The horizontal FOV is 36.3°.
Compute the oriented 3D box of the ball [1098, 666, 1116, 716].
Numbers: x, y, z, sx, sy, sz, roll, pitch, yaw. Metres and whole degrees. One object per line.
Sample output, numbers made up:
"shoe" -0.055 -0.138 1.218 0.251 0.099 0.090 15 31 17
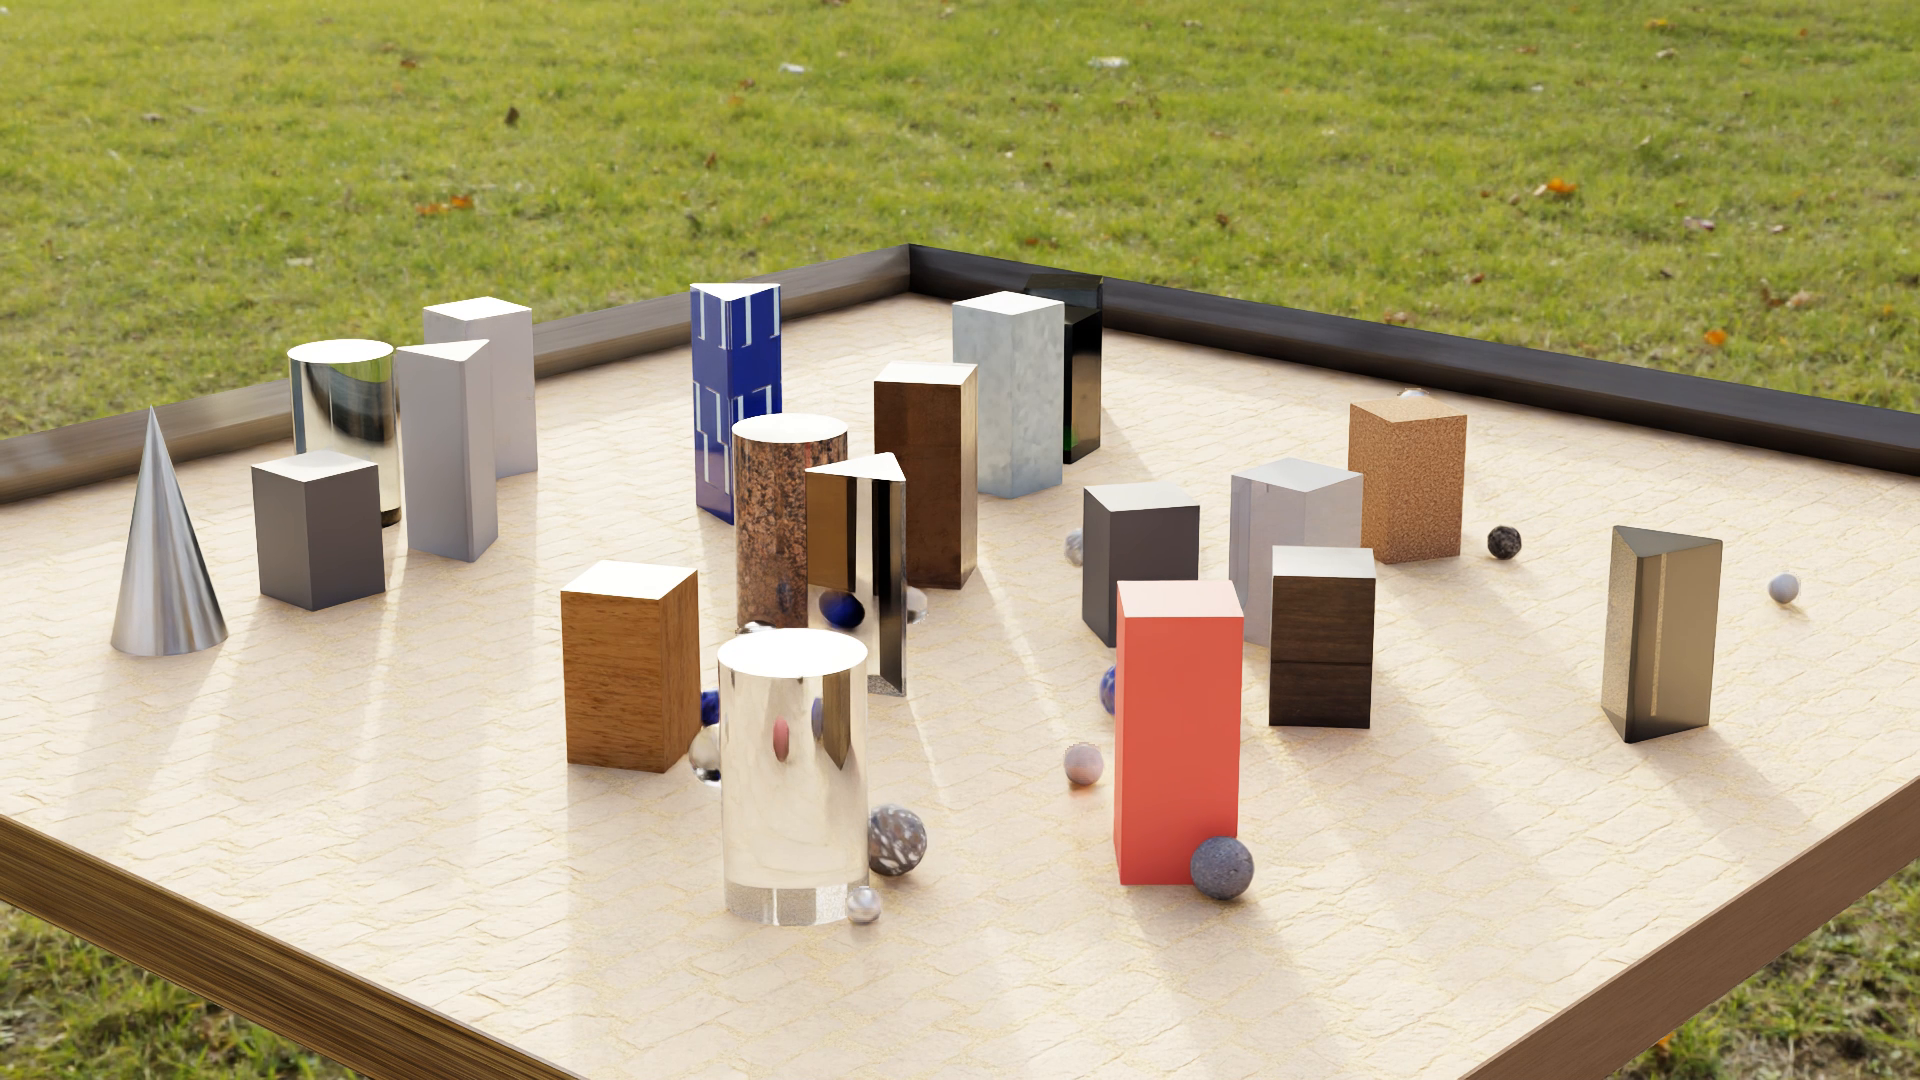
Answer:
"ball" 0.258 0.233 4.521 0.088 0.088 0.088 0 17 0

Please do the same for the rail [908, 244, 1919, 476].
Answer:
"rail" 1.185 -0.363 6.427 3.530 0.125 0.045 14 22 39

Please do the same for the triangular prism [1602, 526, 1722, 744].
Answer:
"triangular prism" 1.042 0.136 4.484 0.167 0.294 0.145 -10 19 -29

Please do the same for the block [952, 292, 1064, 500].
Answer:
"block" 0.094 -0.286 5.756 0.154 0.367 0.154 15 22 40

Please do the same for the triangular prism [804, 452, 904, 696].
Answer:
"triangular prism" -0.138 0.050 4.667 0.167 0.354 0.145 6 18 20

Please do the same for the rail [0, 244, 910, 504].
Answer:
"rail" -1.315 -0.298 6.213 0.045 0.125 3.663 14 22 39

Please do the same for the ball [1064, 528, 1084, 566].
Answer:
"ball" 0.220 0.013 5.288 0.066 0.066 0.066 0 17 0

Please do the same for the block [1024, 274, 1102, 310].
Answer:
"block" 0.223 -0.418 6.333 0.154 0.286 0.154 2 17 7

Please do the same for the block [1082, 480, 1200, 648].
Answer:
"block" 0.301 0.039 4.909 0.154 0.235 0.154 -4 17 -13

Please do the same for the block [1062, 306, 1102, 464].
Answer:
"block" 0.189 -0.322 6.007 0.154 0.291 0.154 8 18 24

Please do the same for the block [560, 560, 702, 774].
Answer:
"block" -0.487 0.187 4.360 0.154 0.269 0.154 5 17 16

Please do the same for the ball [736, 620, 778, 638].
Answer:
"ball" -0.323 0.171 4.735 0.082 0.082 0.082 0 17 0

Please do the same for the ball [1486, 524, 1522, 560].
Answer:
"ball" 0.989 0.003 5.325 0.063 0.063 0.063 0 17 0

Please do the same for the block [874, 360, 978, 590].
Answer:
"block" -0.059 -0.116 5.186 0.154 0.371 0.154 3 17 11

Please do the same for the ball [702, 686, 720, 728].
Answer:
"ball" -0.371 0.258 4.468 0.070 0.070 0.070 0 17 0

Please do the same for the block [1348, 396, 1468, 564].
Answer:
"block" 0.813 -0.111 5.354 0.154 0.265 0.154 -6 18 -21

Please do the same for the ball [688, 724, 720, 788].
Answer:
"ball" -0.347 0.312 4.249 0.093 0.093 0.093 0 17 0

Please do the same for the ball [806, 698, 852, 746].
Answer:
"ball" -0.196 0.275 4.414 0.071 0.071 0.071 0 17 0

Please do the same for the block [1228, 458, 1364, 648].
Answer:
"block" 0.556 0.026 4.871 0.154 0.281 0.154 16 23 42

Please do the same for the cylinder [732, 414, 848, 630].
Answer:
"cylinder" -0.284 -0.025 4.940 0.193 0.339 0.193 0 17 0

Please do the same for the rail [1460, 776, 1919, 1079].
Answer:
"rail" 1.315 0.361 4.027 0.045 0.125 3.663 14 22 39

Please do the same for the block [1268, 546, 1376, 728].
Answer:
"block" 0.558 0.149 4.533 0.154 0.242 0.154 2 17 5

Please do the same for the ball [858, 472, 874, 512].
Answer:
"ball" -0.153 -0.093 5.611 0.081 0.081 0.081 0 17 0

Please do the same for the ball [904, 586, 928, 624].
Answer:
"ball" -0.086 0.111 4.969 0.063 0.063 0.063 0 17 0

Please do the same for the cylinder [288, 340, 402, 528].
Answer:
"cylinder" -1.158 -0.197 5.530 0.193 0.328 0.193 0 17 0

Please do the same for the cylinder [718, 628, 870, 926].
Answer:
"cylinder" -0.216 0.308 3.833 0.193 0.341 0.193 0 17 0

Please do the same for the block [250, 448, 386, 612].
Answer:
"block" -1.117 -0.019 5.106 0.154 0.232 0.154 15 22 40

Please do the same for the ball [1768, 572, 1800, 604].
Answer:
"ball" 1.426 0.083 5.077 0.053 0.053 0.053 0 17 0

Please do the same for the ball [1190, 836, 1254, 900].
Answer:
"ball" 0.347 0.432 3.867 0.084 0.084 0.084 0 17 0

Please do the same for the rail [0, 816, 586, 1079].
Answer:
"rail" -1.185 0.426 3.813 3.530 0.125 0.045 14 22 39

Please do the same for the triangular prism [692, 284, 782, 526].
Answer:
"triangular prism" -0.447 -0.266 5.577 0.145 0.433 0.167 10 19 29

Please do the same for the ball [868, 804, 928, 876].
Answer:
"ball" -0.092 0.403 3.941 0.096 0.096 0.096 0 17 0

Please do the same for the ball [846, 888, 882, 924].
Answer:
"ball" -0.124 0.474 3.794 0.046 0.046 0.046 0 17 0

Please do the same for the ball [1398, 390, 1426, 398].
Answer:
"ball" 0.961 -0.276 6.217 0.082 0.082 0.082 0 17 0

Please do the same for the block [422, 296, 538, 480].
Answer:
"block" -0.959 -0.301 5.867 0.154 0.332 0.154 -15 22 -40

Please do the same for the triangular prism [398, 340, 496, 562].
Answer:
"triangular prism" -0.907 -0.169 5.357 0.167 0.375 0.145 12 21 35

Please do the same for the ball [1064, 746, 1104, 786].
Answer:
"ball" 0.180 0.327 4.258 0.059 0.059 0.059 0 17 0

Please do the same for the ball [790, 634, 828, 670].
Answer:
"ball" -0.245 0.180 4.745 0.059 0.059 0.059 0 17 0

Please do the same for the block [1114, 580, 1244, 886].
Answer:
"block" 0.291 0.258 3.938 0.154 0.377 0.154 0 17 -1

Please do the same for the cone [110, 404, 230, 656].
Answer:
"cone" -1.321 -0.031 4.847 0.193 0.404 0.193 0 17 0

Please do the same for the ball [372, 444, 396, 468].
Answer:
"ball" -1.165 -0.170 5.925 0.047 0.047 0.047 0 17 0
